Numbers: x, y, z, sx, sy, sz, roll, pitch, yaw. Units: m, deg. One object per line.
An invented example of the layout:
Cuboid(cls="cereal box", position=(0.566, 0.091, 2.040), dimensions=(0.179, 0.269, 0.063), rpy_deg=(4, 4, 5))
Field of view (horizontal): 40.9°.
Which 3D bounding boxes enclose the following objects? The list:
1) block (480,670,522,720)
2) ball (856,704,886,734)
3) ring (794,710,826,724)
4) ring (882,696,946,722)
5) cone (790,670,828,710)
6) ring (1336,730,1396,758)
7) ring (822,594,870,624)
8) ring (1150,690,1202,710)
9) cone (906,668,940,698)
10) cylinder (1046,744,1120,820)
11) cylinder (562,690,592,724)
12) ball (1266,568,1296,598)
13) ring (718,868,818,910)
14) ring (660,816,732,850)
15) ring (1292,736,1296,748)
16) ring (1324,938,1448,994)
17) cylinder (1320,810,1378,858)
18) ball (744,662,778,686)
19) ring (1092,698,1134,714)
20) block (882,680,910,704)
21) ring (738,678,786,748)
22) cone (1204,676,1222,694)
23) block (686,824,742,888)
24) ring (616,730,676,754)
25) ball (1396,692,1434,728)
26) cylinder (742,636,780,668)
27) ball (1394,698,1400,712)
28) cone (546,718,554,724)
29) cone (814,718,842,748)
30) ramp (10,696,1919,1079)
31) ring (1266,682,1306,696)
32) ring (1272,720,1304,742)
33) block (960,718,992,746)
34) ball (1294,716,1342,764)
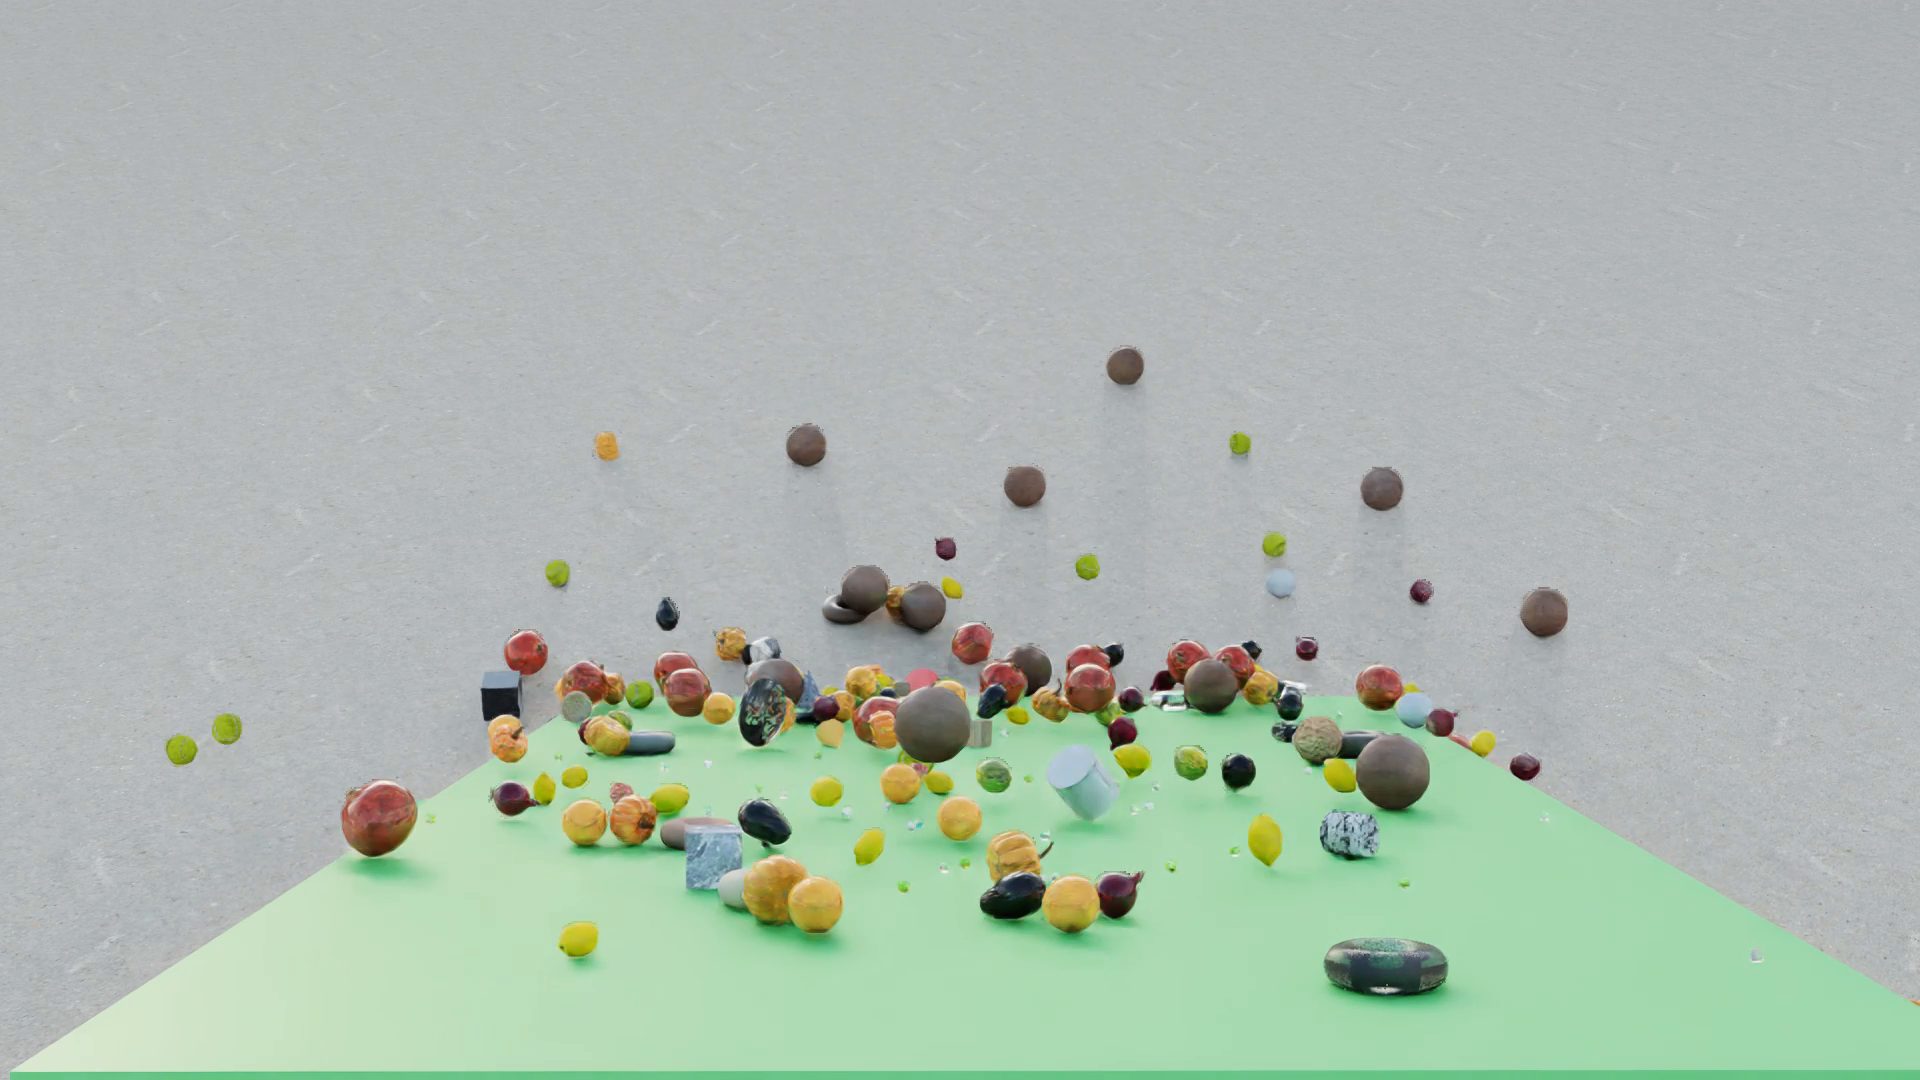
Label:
Cuboid(cls="block", position=(-1.182, 0.401, 6.652), dimensions=(0.093, 0.093, 0.093), rpy_deg=(-2, 25, -4))
Cuboid(cls="ball", position=(-0.197, 0.393, 5.668), dimensions=(0.067, 0.067, 0.067), rpy_deg=(0, 25, 0))
Cuboid(cls="ring", position=(-0.342, 0.403, 5.874), dimensions=(0.077, 0.026, 0.077), rpy_deg=(-7, -5, -1))
Cuboid(cls="ring", position=(-0.106, 0.392, 5.957), dimensions=(0.150, 0.050, 0.150), rpy_deg=(-1, 2, 0))
Cuboid(cls="cone", position=(-0.367, 0.361, 6.255), dimensions=(0.092, 0.092, 0.092), rpy_deg=(0, 2, 0))
Cuboid(cls="ring", position=(0.811, 0.415, 5.239), dimensions=(0.148, 0.049, 0.148), rpy_deg=(-1, 1, 0))
Cuboid(cls="ring", position=(-0.316, 0.191, 7.167), dimensions=(0.137, 0.046, 0.137), rpy_deg=(0, 26, 0))
Cuboid(cls="ring", position=(0.522, 0.387, 6.237), dimensions=(0.124, 0.041, 0.124), rpy_deg=(-1, 2, 0))
Cuboid(cls="cone", position=(-0.093, 0.382, 6.403), dimensions=(0.091, 0.091, 0.091), rpy_deg=(-1, 28, -3))
Cuboid(cls="cylinder", position=(0.205, 0.404, 4.293), dimensions=(0.090, 0.090, 0.090), rpy_deg=(-24, 38, 20))
Cuboid(cls="cylinder", position=(-0.882, 0.384, 5.929), dimensions=(0.068, 0.068, 0.068), rpy_deg=(-3, 2, -7))
Cuboid(cls="ball", position=(0.906, 0.121, 7.270), dimensions=(0.085, 0.085, 0.085), rpy_deg=(0, 25, 0))
Cuboid(cls="ring", position=(-0.261, 0.473, 3.498), dimensions=(0.136, 0.045, 0.136), rpy_deg=(1, 1, 0))
Cuboid(cls="ring", position=(-0.407, 0.459, 4.025), dimensions=(0.122, 0.041, 0.122), rpy_deg=(1, 2, 0))
Cuboid(cls="ring", position=(0.745, 0.417, 5.357), dimensions=(0.112, 0.037, 0.112), rpy_deg=(0, -2, 0))
Cuboid(cls="ring", position=(0.489, 0.489, 2.962), dimensions=(0.143, 0.048, 0.143), rpy_deg=(0, 1, 0))
Cuboid(cls="cylinder", position=(0.593, 0.448, 3.926), dimensions=(0.065, 0.065, 0.065), rpy_deg=(2, 21, 38))
Cuboid(cls="ball", position=(-0.512, 0.354, 6.632), dimensions=(0.086, 0.086, 0.086), rpy_deg=(0, 25, 0))
Cuboid(cls="ring", position=(0.364, 0.394, 6.128), dimensions=(0.101, 0.034, 0.101), rpy_deg=(0, 2, 0))
Cuboid(cls="block", position=(-0.157, 0.376, 6.334), dimensions=(0.057, 0.057, 0.057), rpy_deg=(0, 2, -11))
Cuboid(cls="ring", position=(-0.410, 0.358, 5.356), dimensions=(0.049, 0.147, 0.147), rpy_deg=(9, 26, 25))
Cuboid(cls="cone", position=(0.655, 0.379, 6.703), dimensions=(0.051, 0.051, 0.051), rpy_deg=(6, 0, 12))
Cuboid(cls="block", position=(-0.351, 0.451, 3.672), dimensions=(0.078, 0.078, 0.078), rpy_deg=(0, 2, -6))
Cuboid(cls="ring", position=(-0.647, 0.417, 5.317), dimensions=(0.126, 0.042, 0.126), rpy_deg=(-1, 1, 0))
Cuboid(cls="ball", position=(1.020, 0.381, 5.775), dimensions=(0.082, 0.082, 0.082), rpy_deg=(0, 25, 0))
Cuboid(cls="cylinder", position=(-0.528, 0.302, 6.846), dimensions=(0.076, 0.076, 0.076), rpy_deg=(13, 22, 26))
Cuboid(cls="ball", position=(1.036, 0.389, 5.993), dimensions=(0.051, 0.051, 0.051), rpy_deg=(0, 25, 0))
Cuboid(cls="cone", position=(-1.008, 0.493, 6.503), dimensions=(0.067, 0.067, 0.067), rpy_deg=(-7, 39, -14))
Cuboid(cls="cone", position=(-0.263, 0.420, 5.414), dimensions=(0.063, 0.063, 0.063), rpy_deg=(-14, 50, -27))
Cuboid(cls="ramp", position=(0.056, 0.512, 4.553), dimensions=(2.000, 0.100, 4.000), rpy_deg=(0, 2, 0))
Cuboid(cls="ring", position=(0.831, 0.380, 6.569), dimensions=(0.104, 0.035, 0.104), rpy_deg=(1, 1, 0))
Cuboid(cls="ring", position=(0.727, 0.411, 5.531), dimensions=(0.116, 0.039, 0.116), rpy_deg=(-1, 2, 0))
Cuboid(cls="block", position=(0.033, 0.407, 5.445), dimensions=(0.053, 0.053, 0.053), rpy_deg=(-1, 2, -19))
Cuboid(cls="ball", position=(0.710, 0.396, 5.107), dimensions=(0.094, 0.094, 0.094), rpy_deg=(0, 25, 0))
